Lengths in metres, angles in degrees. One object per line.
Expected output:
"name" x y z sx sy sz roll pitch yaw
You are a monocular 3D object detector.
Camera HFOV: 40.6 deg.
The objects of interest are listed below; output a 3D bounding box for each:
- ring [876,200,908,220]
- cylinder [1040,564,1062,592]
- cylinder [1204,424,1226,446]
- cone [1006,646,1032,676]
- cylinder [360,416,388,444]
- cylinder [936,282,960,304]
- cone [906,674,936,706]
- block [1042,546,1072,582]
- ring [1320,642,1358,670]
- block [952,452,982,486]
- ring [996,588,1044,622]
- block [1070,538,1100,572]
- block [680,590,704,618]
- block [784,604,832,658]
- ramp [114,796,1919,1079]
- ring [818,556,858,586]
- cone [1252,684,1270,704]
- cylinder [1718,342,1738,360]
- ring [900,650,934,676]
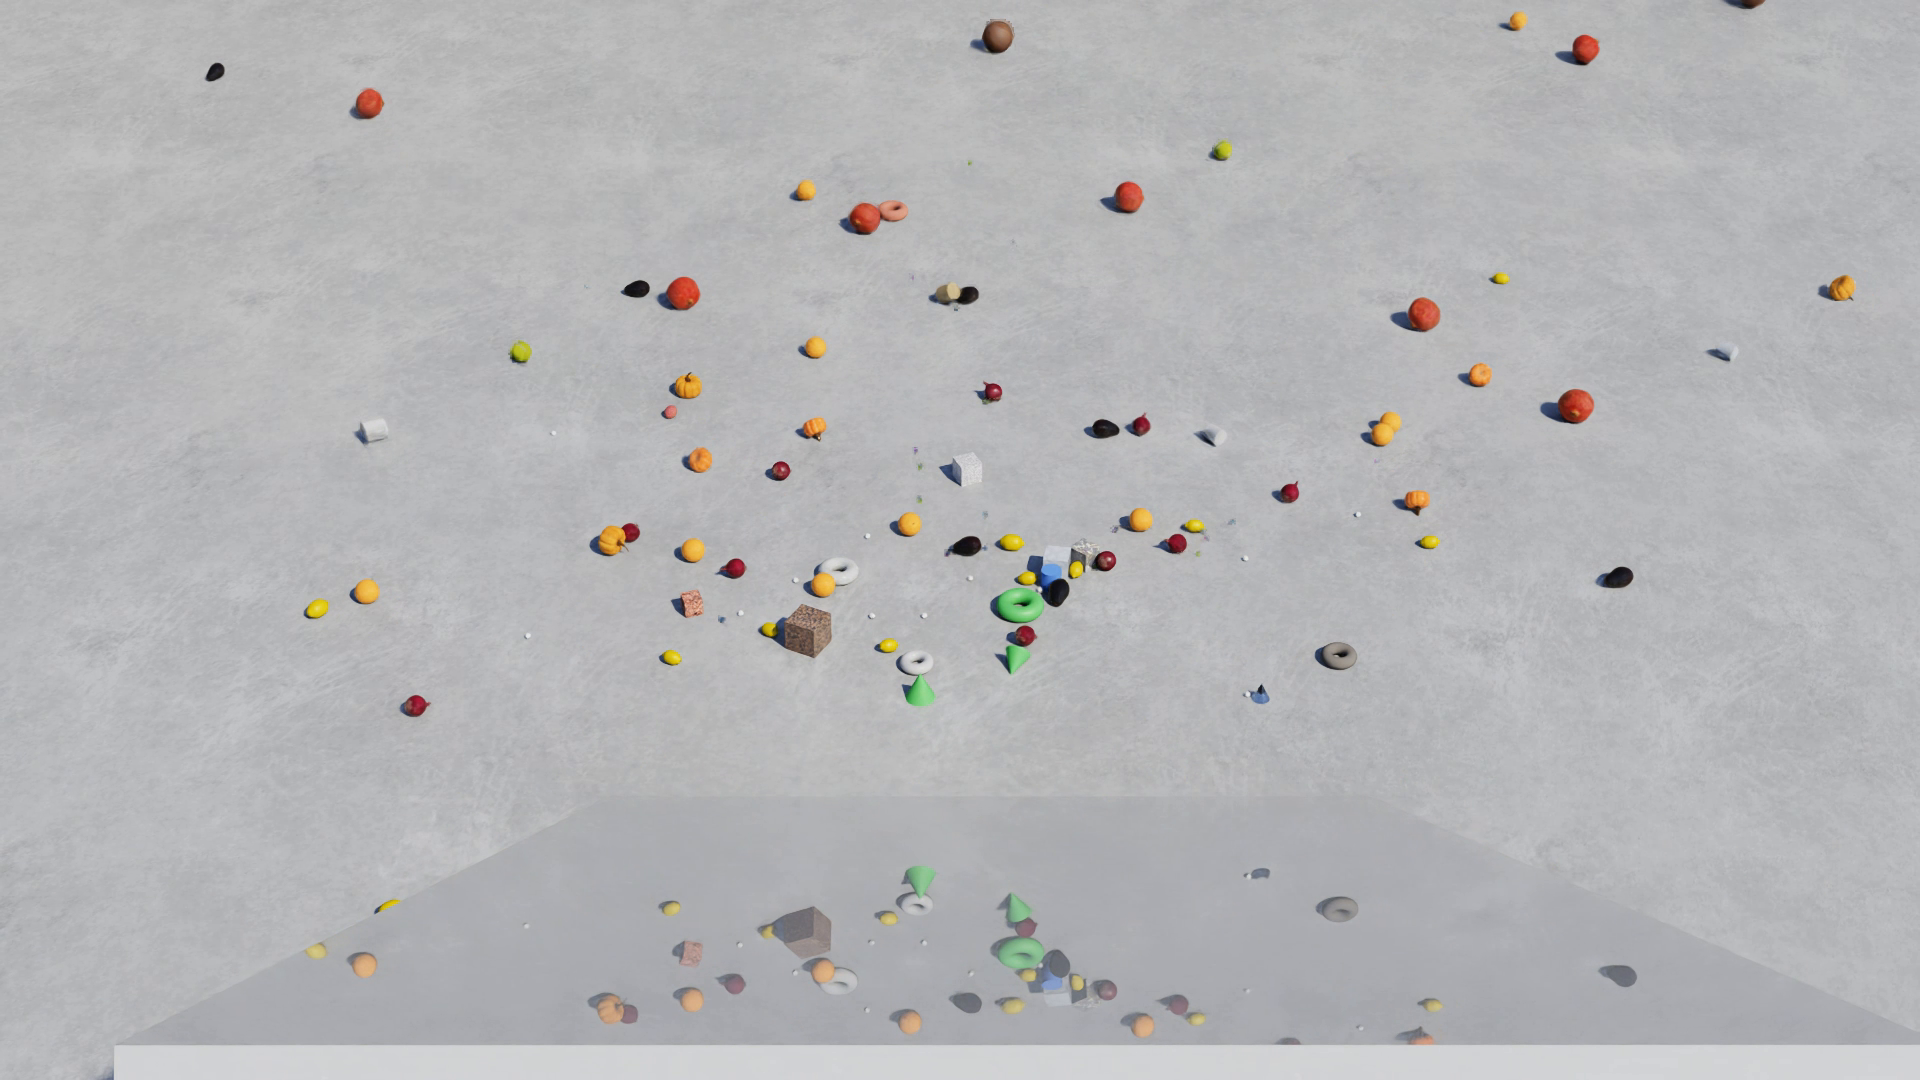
"ring" -0.251 -1.224 9.659 0.118 0.039 0.118 1 36 -1
"cylinder" 0.271 0.113 7.724 0.060 0.060 0.060 0 35 0
"cylinder" 0.821 -0.339 8.379 0.053 0.053 0.053 -24 40 -30
"cone" 0.155 0.352 7.404 0.077 0.077 0.077 11 63 15
"cylinder" -1.891 -0.355 8.385 0.070 0.070 0.070 -18 39 -24
"cylinder" -0.041 -0.866 9.107 0.060 0.060 0.060 -34 14 -39
"cone" -0.111 0.407 7.281 0.085 0.085 0.085 0 35 0
"block" 0.290 0.070 7.773 0.074 0.074 0.074 6 35 8
"ring" 1.084 0.331 7.434 0.104 0.035 0.104 0 36 0
"block" 0.023 -0.223 8.196 0.070 0.070 0.070 -14 37 -20
"ring" 0.177 0.191 7.625 0.140 0.047 0.140 1 36 -1
"block" 0.374 0.046 7.815 0.065 0.065 0.065 27 43 33
"block" -0.787 0.187 7.624 0.054 0.054 0.054 -11 36 -16
"block" -0.437 0.262 7.478 0.098 0.098 0.098 17 38 23
"ramp" 0.077 0.663 4.831 2.000 0.100 4.000 0 -2 0
"ring" -0.363 0.093 7.771 0.121 0.040 0.121 1 35 -1
"cone" 0.845 0.423 7.286 0.052 0.052 0.052 0 35 0
"cylinder" 2.605 -0.640 8.811 0.050 0.050 0.050 27 43 33
"ring" -0.123 0.349 7.410 0.097 0.032 0.097 -1 36 1
